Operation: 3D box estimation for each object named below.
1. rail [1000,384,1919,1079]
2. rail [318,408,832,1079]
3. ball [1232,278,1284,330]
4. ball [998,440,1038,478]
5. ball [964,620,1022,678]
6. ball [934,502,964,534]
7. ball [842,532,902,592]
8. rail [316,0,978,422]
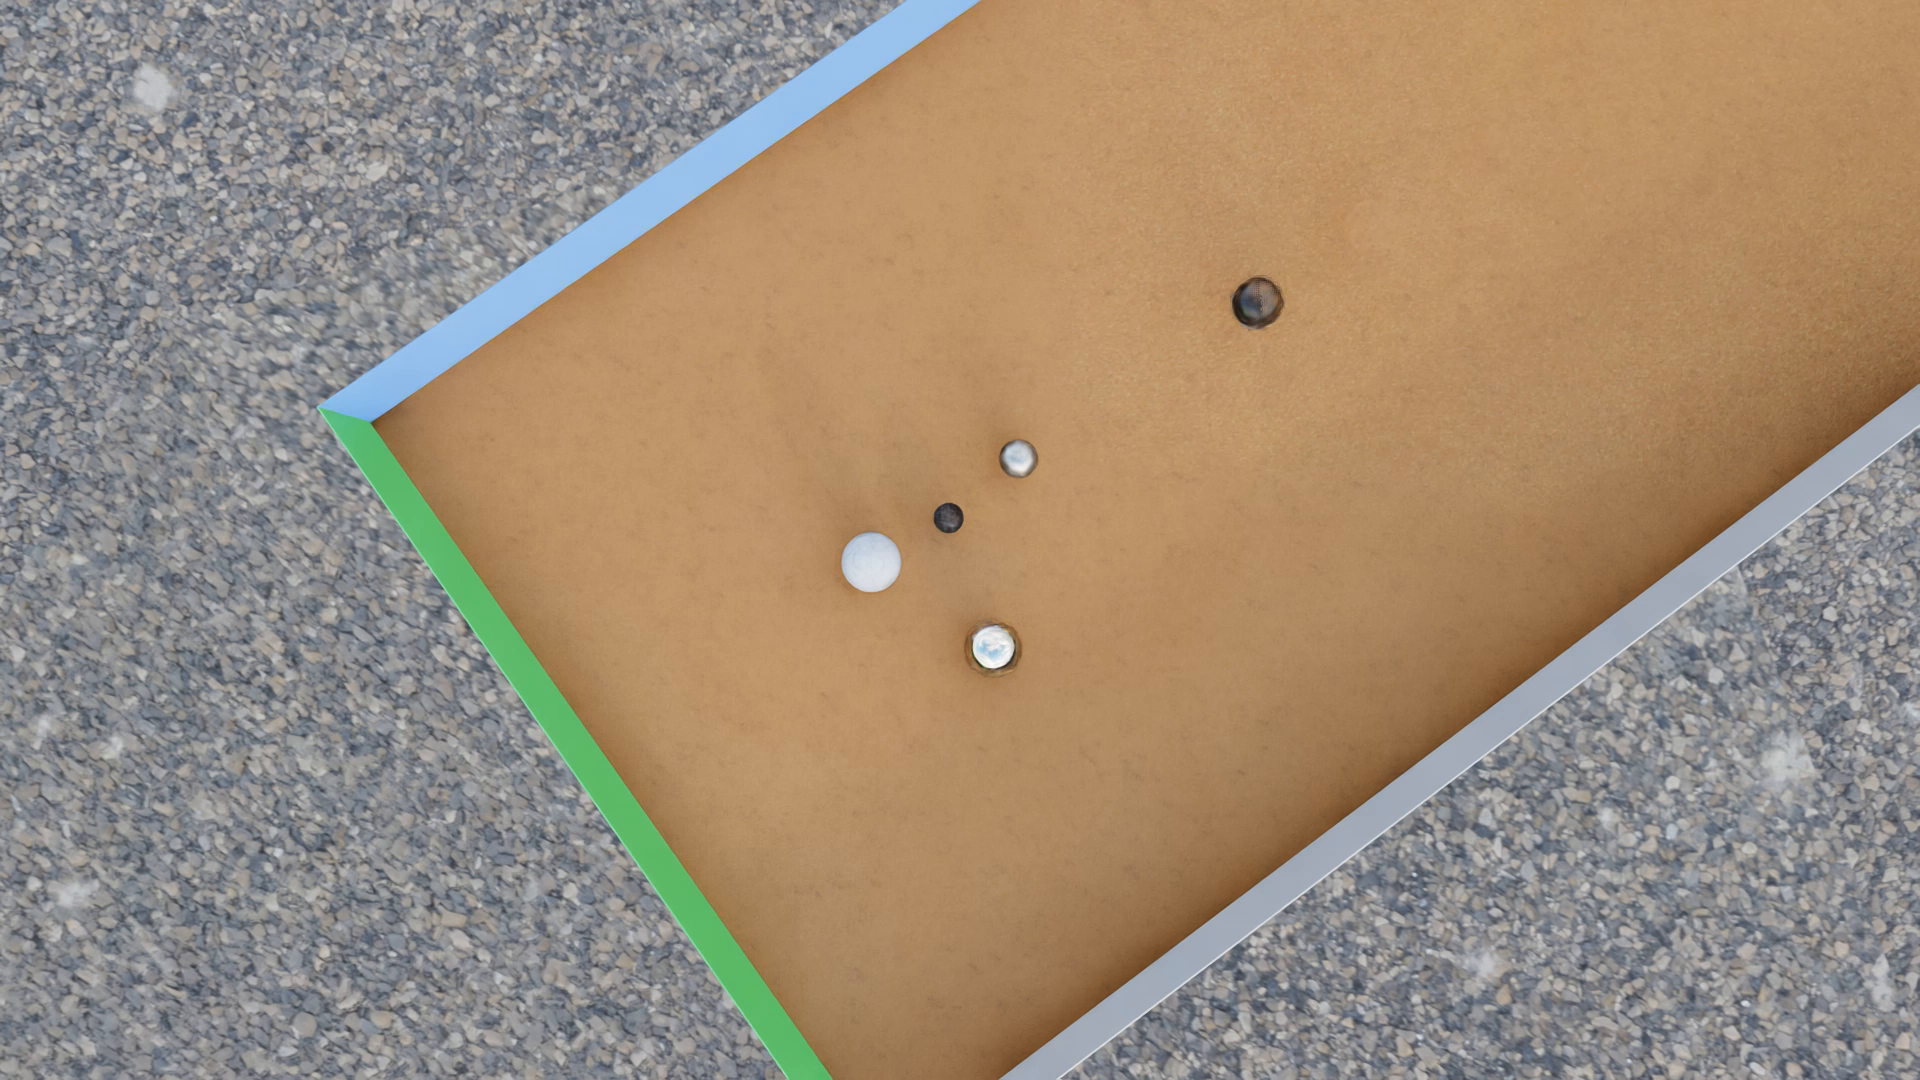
[{"bbox_3d":[0.934,0.159,3.232,2.619,0.117,0.045,-36,82,-6],"label":"rail"},{"bbox_3d":[-0.509,0.363,3.195,0.045,0.117,1.419,-36,82,-6],"label":"rail"},{"bbox_3d":[0.452,-0.360,3.344,0.079,0.079,0.079,0,80,0],"label":"ball"},{"bbox_3d":[0.088,-0.122,3.312,0.059,0.059,0.059,0,80,0],"label":"ball"},{"bbox_3d":[0.049,0.161,3.247,0.087,0.087,0.087,0,80,0],"label":"ball"},{"bbox_3d":[-0.017,-0.033,3.302,0.046,0.046,0.046,0,80,0],"label":"ball"},{"bbox_3d":[-0.132,0.033,3.269,0.090,0.090,0.090,0,80,0],"label":"ball"},{"bbox_3d":[0.122,-0.930,3.425,2.619,0.117,0.045,-36,82,-6],"label":"rail"}]
